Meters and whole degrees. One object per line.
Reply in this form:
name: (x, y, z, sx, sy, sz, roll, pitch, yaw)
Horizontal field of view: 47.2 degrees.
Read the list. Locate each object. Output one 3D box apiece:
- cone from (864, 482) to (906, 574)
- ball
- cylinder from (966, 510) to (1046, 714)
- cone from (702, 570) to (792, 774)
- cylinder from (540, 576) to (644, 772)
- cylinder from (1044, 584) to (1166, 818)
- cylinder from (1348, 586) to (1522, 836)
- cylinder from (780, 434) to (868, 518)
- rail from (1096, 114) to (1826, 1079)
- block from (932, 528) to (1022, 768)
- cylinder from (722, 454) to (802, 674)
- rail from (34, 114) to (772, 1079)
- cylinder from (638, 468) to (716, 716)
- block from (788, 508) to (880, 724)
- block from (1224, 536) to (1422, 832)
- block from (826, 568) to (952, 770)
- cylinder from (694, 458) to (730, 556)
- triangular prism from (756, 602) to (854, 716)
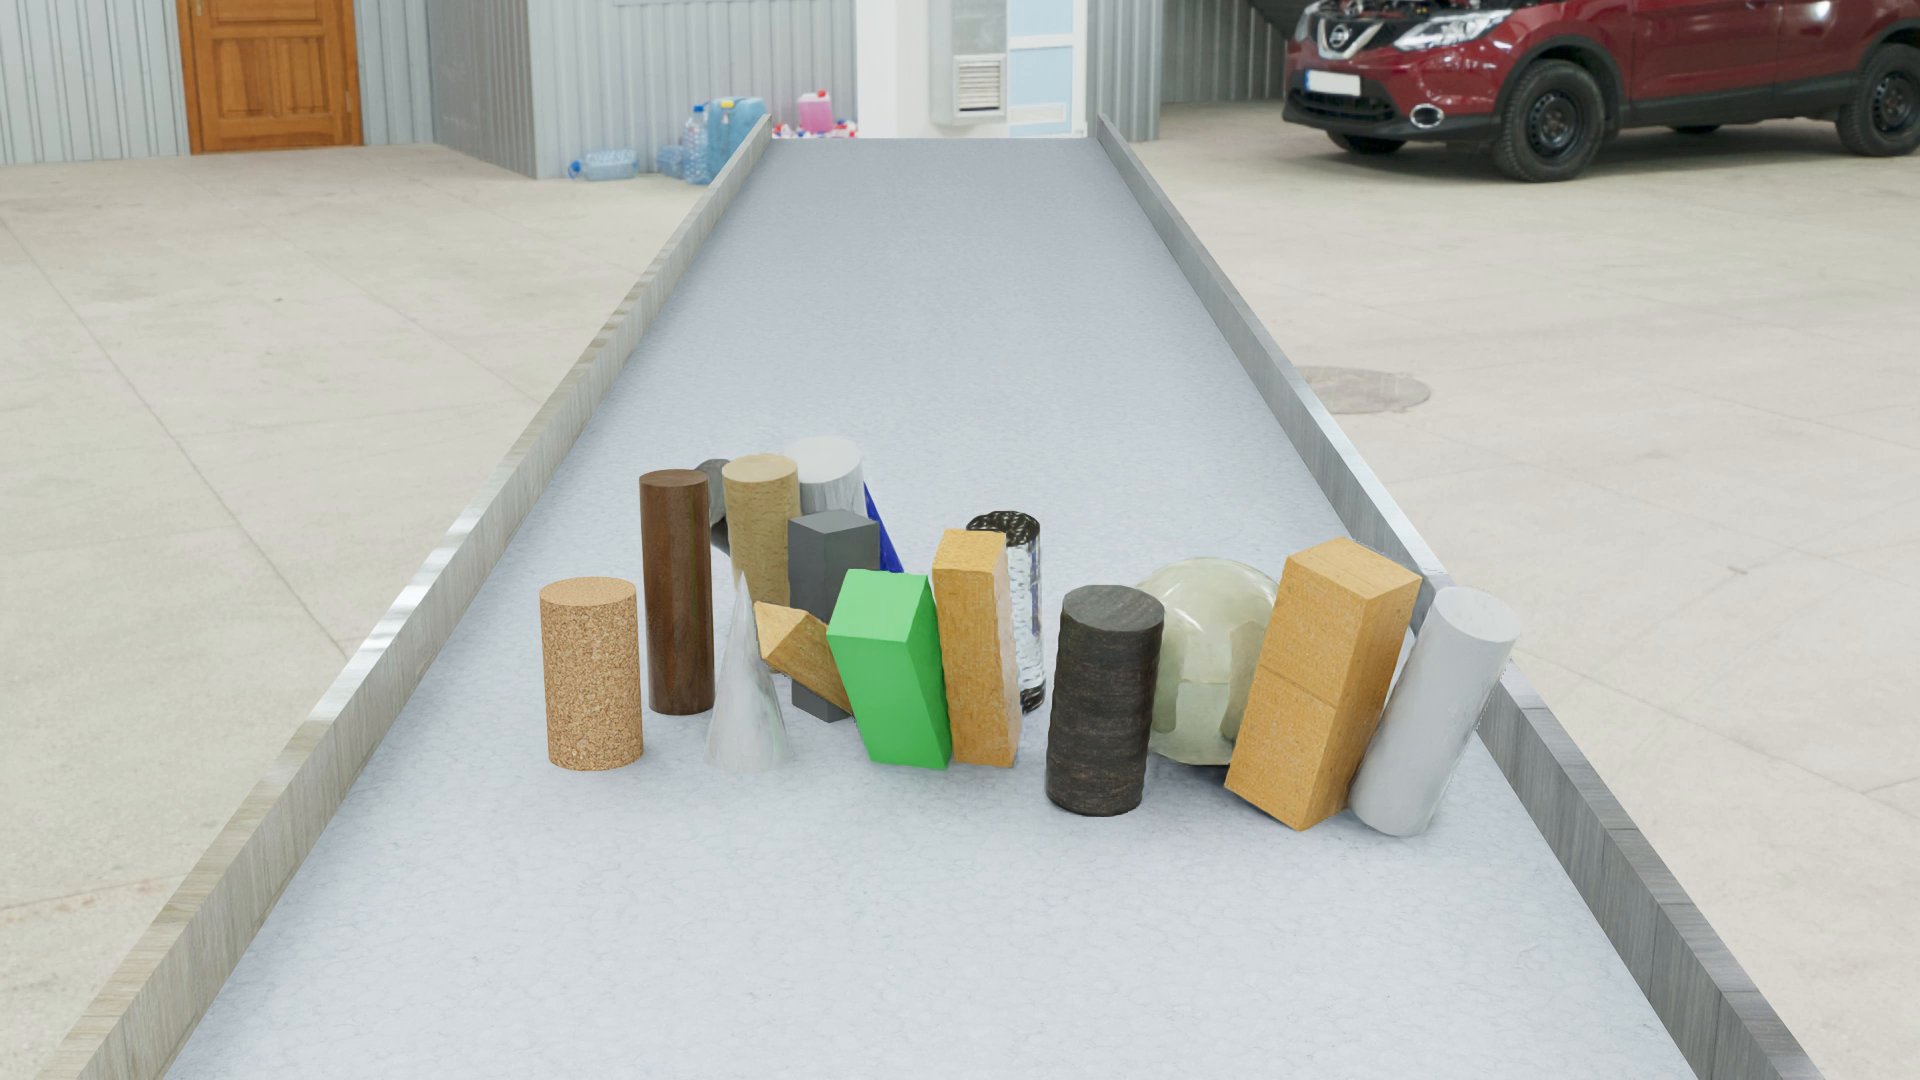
cone: (-0.147, 0.049, 4.396, 0.113, 0.363, 0.113, -14, 14, 3)
ball: (0.435, 0.213, 3.865, 0.368, 0.368, 0.368, 0, 17, 0)
cylinder: (0.086, 0.138, 4.083, 0.137, 0.365, 0.137, -2, 30, 1)
cone: (-0.379, 0.217, 3.880, 0.161, 0.352, 0.161, 0, 17, 0)
cylinder: (-0.652, 0.236, 3.897, 0.168, 0.306, 0.168, 0, 17, 0)
cylinder: (0.239, 0.268, 3.669, 0.169, 0.351, 0.169, 4, 25, -2)
cylinder: (0.757, 0.278, 3.533, 0.140, 0.409, 0.140, 11, 33, -8)
cylinder: (-0.265, -0.002, 4.477, 0.172, 0.396, 0.172, -4, 36, 3)
rail: (0.932, -0.844, 7.801, 0.050, 0.150, 12.000, 0, 17, -1)
block: (0.033, 0.191, 3.787, 0.104, 0.448, 0.104, 4, 40, 13)
cylinder: (-0.376, 0.047, 4.323, 0.146, 0.409, 0.146, -3, 24, 1)
rail: (-1.118, -0.838, 7.780, 0.050, 0.150, 12.000, 0, 17, -1)
cylinder: (-0.528, 0.098, 4.118, 0.128, 0.444, 0.128, 0, 17, 0)
block: (-0.234, 0.140, 4.112, 0.122, 0.367, 0.122, -12, 21, -36)
block: (0.594, 0.237, 3.616, 0.159, 0.439, 0.159, 30, 32, 34)
block: (-0.106, 0.226, 3.784, 0.139, 0.378, 0.139, 5, 52, 16)
cylinder: (-0.401, -0.010, 4.598, 0.161, 0.161, 0.414, 14, -15, 40)
triangular prism: (-0.207, 0.214, 3.882, 0.094, 0.108, 0.415, -21, -30, 19)
